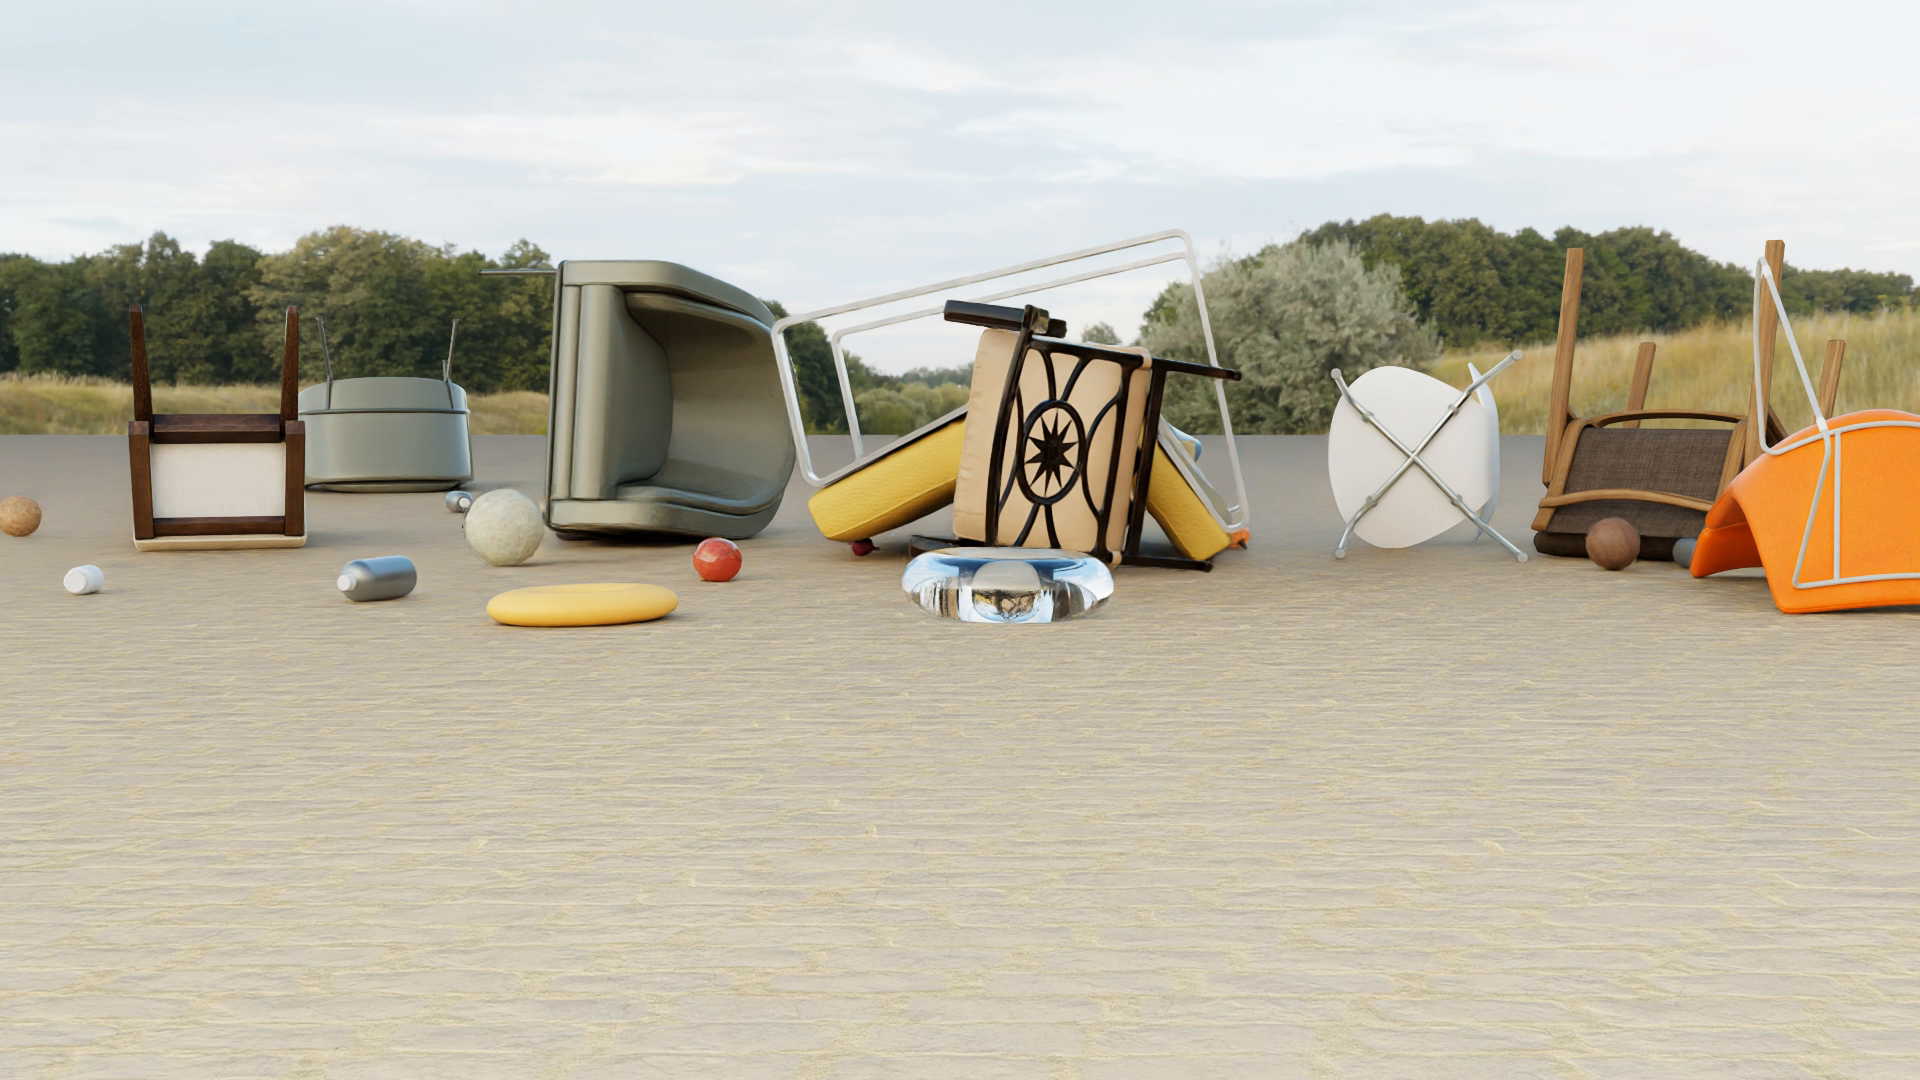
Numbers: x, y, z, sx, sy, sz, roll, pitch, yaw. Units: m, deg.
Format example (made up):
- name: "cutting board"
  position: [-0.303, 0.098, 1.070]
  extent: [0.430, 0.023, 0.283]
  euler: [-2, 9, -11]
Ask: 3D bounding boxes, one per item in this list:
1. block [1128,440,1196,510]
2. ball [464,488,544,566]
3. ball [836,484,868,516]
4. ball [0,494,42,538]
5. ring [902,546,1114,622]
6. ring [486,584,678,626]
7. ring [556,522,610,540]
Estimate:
- name: "block"
  position: [0.760, -0.248, 8.299]
  extent: [0.233, 0.256, 0.102]
  euler: [3, 5, 38]
- name: "ball"
  position: [-1.154, -0.032, 5.574]
  extent: [0.197, 0.197, 0.197]
  euler: [0, 4, 0]
- name: "ball"
  position: [-0.380, -0.140, 7.753]
  extent: [0.115, 0.115, 0.115]
  euler: [0, 4, 0]
- name: "ball"
  position: [-2.853, -0.073, 6.668]
  extent: [0.128, 0.128, 0.128]
  euler: [0, 4, 0]
- name: "ring"
  position: [0.094, 0.088, 4.362]
  extent: [0.424, 0.126, 0.364]
  euler: [2, 5, 13]
- name: "ring"
  position: [-0.730, 0.125, 4.267]
  extent: [0.380, 0.064, 0.282]
  euler: [-3, 4, -31]
- name: "ring"
  position: [-1.127, -0.027, 6.590]
  extent: [0.114, 0.050, 0.280]
  euler: [2, 4, 18]
